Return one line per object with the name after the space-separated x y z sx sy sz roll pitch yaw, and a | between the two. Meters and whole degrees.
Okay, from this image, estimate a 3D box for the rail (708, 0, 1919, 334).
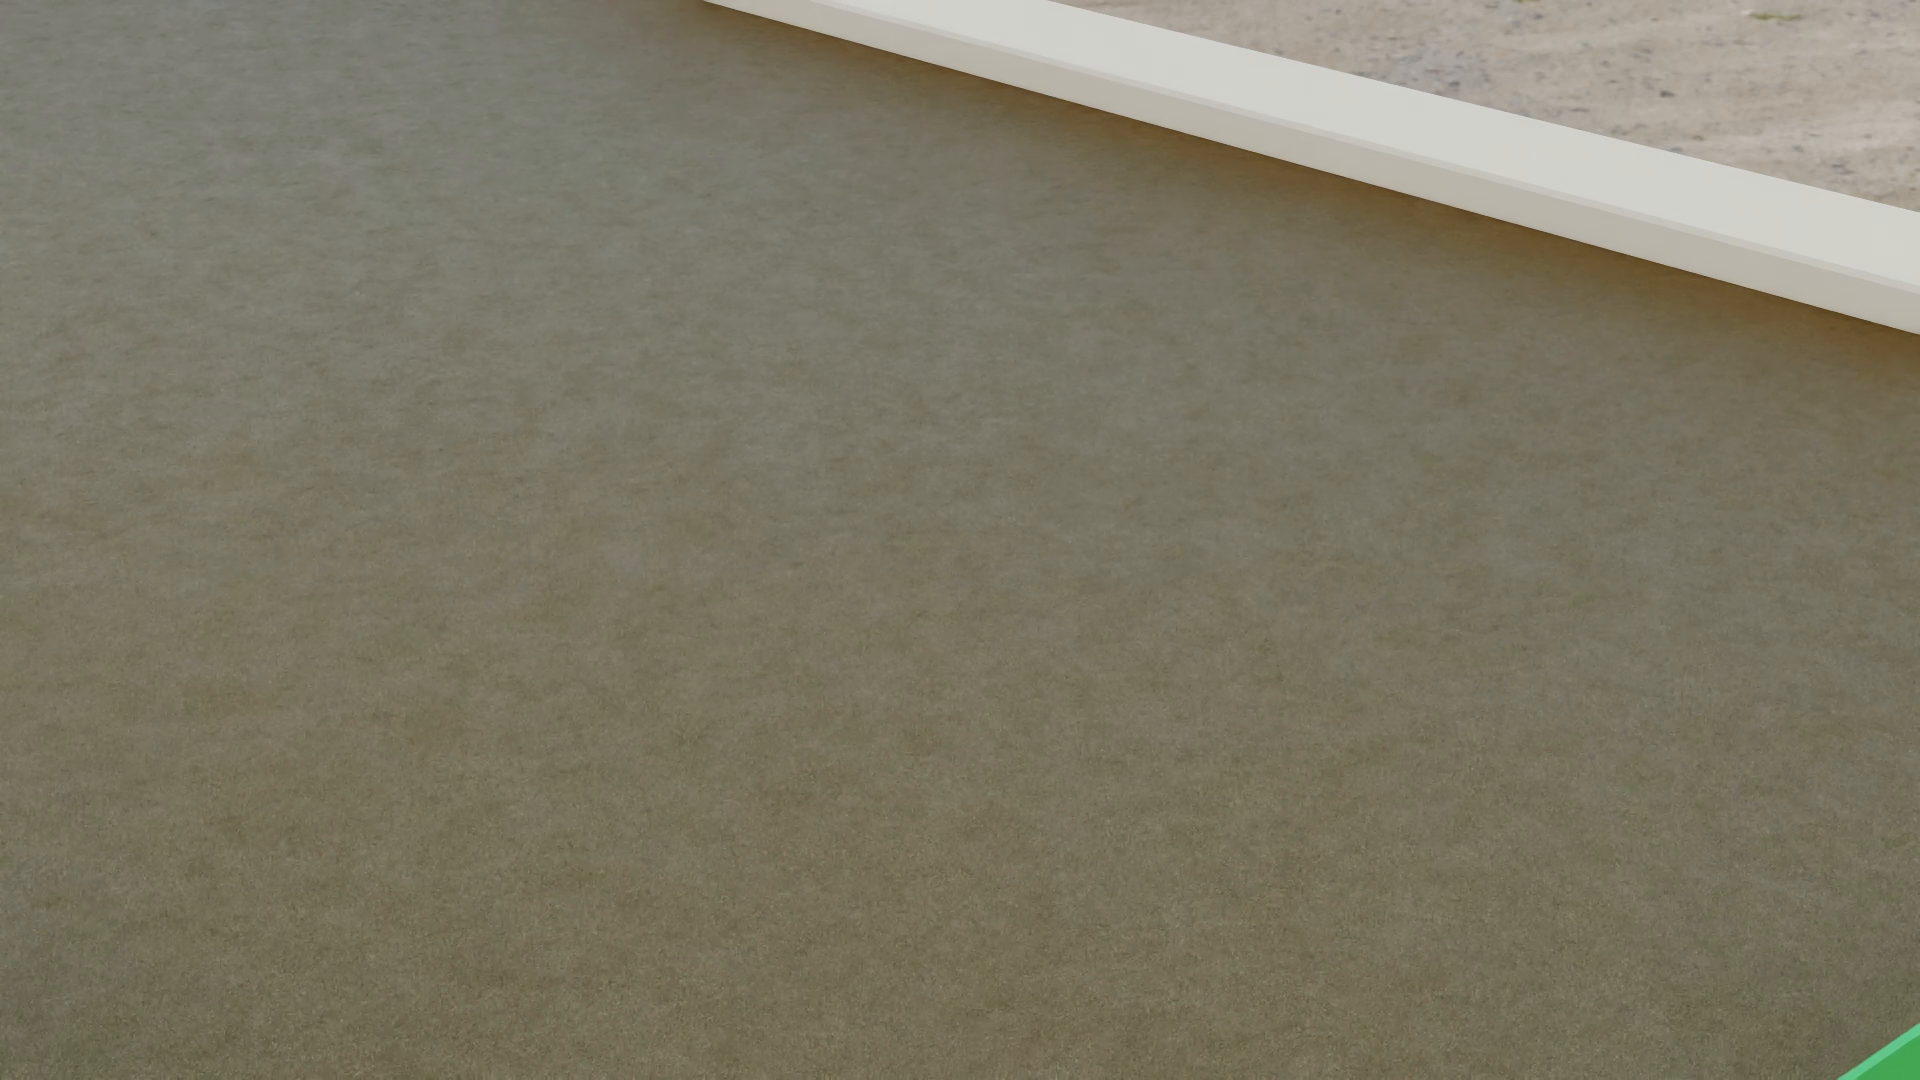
0.126 -0.601 3.666 0.045 0.119 3.902 -20 30 -38 | rail

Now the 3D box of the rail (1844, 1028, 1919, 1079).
0.641 0.247 1.704 2.166 0.119 0.045 -20 30 -38 | rail
